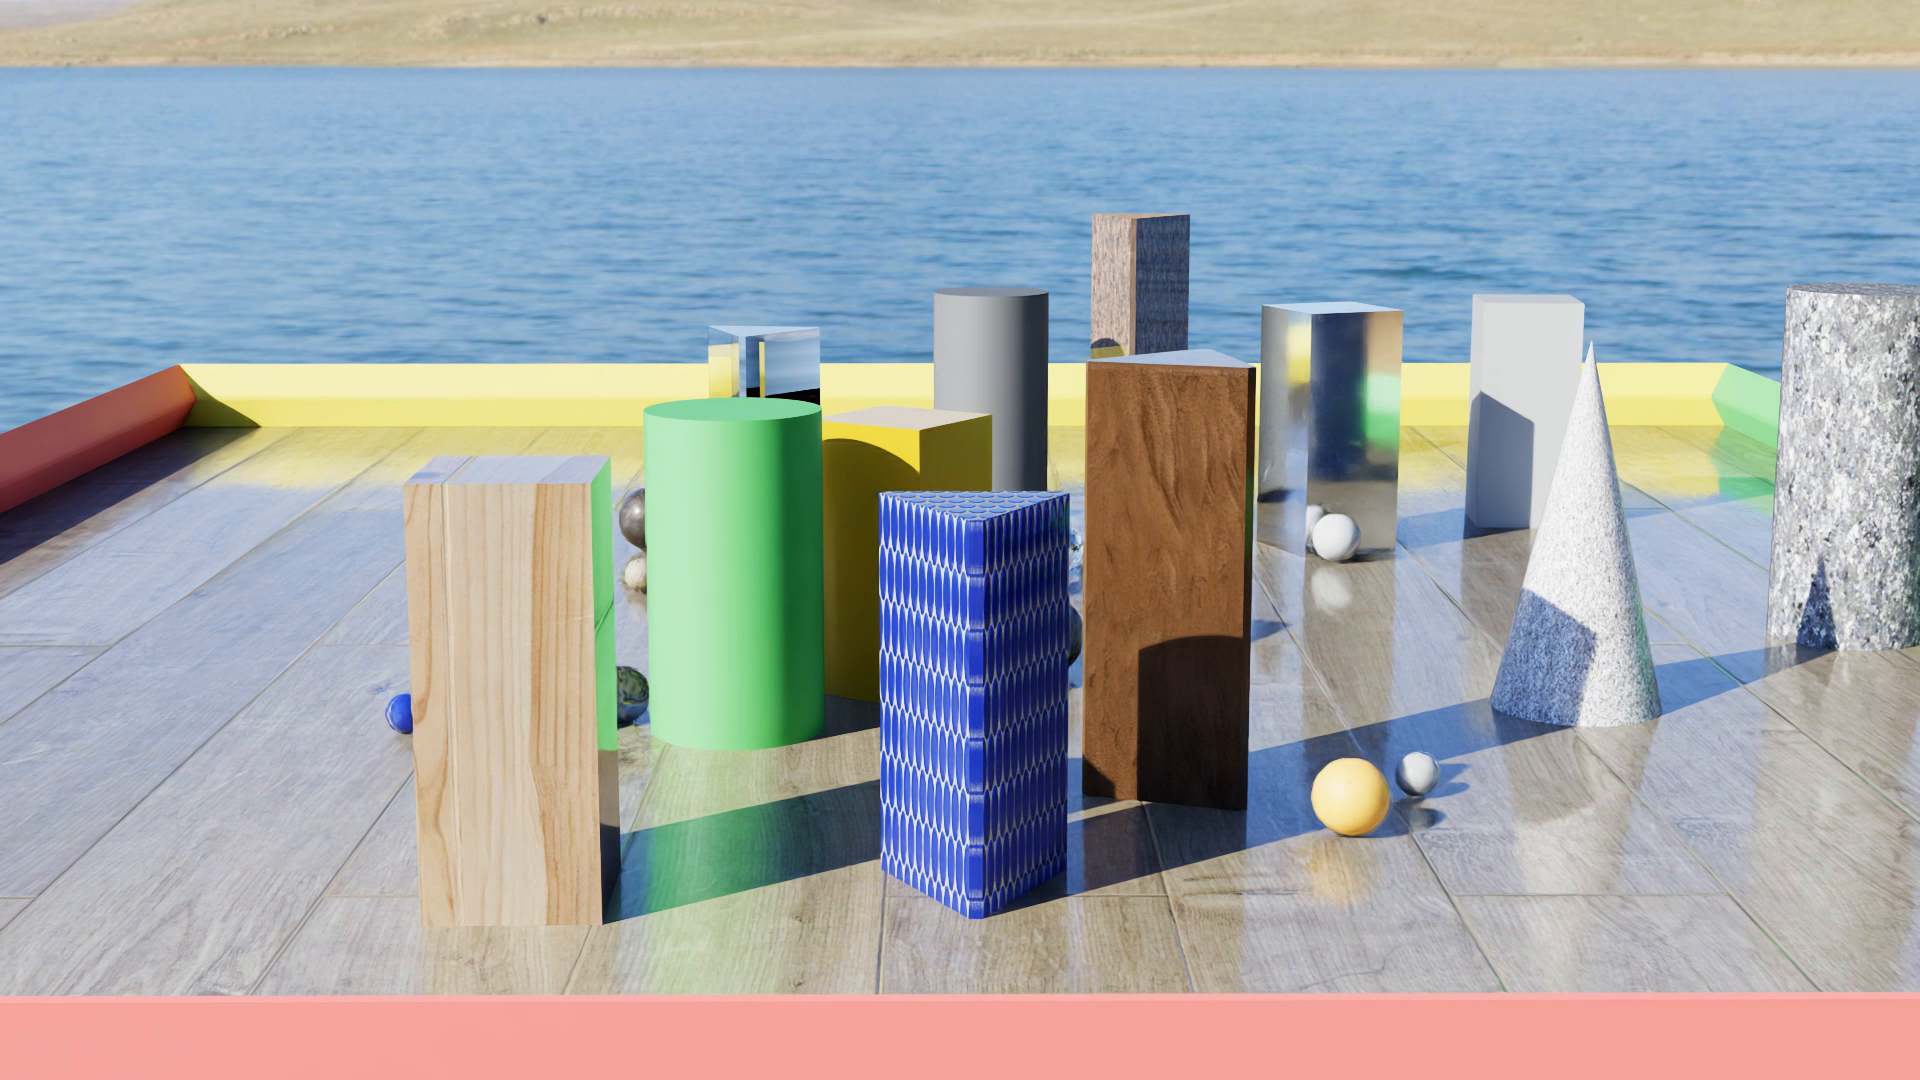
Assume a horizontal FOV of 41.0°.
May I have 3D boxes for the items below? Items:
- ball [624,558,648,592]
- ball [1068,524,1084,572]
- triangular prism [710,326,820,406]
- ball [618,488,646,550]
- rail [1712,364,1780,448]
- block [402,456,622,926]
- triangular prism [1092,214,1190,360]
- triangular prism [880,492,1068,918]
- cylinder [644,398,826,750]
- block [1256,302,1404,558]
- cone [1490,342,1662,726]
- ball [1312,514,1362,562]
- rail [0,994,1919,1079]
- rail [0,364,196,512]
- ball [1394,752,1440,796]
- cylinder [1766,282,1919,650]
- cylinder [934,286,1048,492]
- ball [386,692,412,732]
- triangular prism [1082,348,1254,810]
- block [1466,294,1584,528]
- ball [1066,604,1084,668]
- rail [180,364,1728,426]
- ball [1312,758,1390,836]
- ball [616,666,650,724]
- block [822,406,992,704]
[{"bbox_3d":[-0.445,0.049,3.580,0.047,0.047,0.047,0,11,0],"label":"ball"},{"bbox_3d":[0.140,0.011,3.703,0.076,0.076,0.076,0,11,0],"label":"ball"},{"bbox_3d":[-0.320,-0.148,3.846,0.145,0.338,0.168,8,13,38],"label":"triangular prism"},{"bbox_3d":[-0.468,-0.032,3.883,0.097,0.097,0.097,0,11,0],"label":"ball"},{"bbox_3d":[1.548,0.031,3.458,0.045,0.126,3.589,0,11,0],"label":"rail"},{"bbox_3d":[-0.386,0.128,2.237,0.155,0.383,0.155,0,11,-1],"label":"block"},{"bbox_3d":[0.290,-0.333,4.486,0.145,0.468,0.168,8,13,38],"label":"triangular prism"},{"bbox_3d":[0.034,0.135,2.287,0.145,0.349,0.168,-6,12,-30],"label":"triangular prism"},{"bbox_3d":[-0.247,0.033,2.818,0.194,0.357,0.194,0,11,0],"label":"cylinder"},{"bbox_3d":[0.559,-0.170,3.889,0.155,0.365,0.155,-4,11,-21],"label":"block"},{"bbox_3d":[0.708,-0.018,2.912,0.194,0.422,0.194,0,11,0],"label":"cone"},{"bbox_3d":[0.557,-0.004,3.796,0.072,0.072,0.072,0,11,0],"label":"ball"},{"bbox_3d":[0.010,0.356,1.708,3.144,0.126,0.045,0,11,0],"label":"rail"},{"bbox_3d":[-1.548,0.034,3.440,0.045,0.126,3.589,0,11,0],"label":"rail"},{"bbox_3d":[0.460,0.236,2.582,0.044,0.044,0.044,0,11,0],"label":"ball"},{"bbox_3d":[1.144,-0.098,3.278,0.194,0.446,0.194,0,11,0],"label":"cylinder"},{"bbox_3d":[0.052,-0.246,4.339,0.194,0.349,0.194,0,11,0],"label":"cylinder"},{"bbox_3d":[-0.611,0.190,2.828,0.044,0.044,0.044,0,11,0],"label":"ball"},{"bbox_3d":[0.227,0.033,2.590,0.168,0.440,0.145,4,11,20],"label":"triangular prism"},{"bbox_3d":[0.904,-0.209,4.119,0.155,0.357,0.155,1,11,5],"label":"block"},{"bbox_3d":[0.104,0.115,3.099,0.094,0.094,0.094,0,11,0],"label":"ball"},{"bbox_3d":[-0.010,-0.291,5.190,3.144,0.126,0.045,0,11,0],"label":"rail"},{"bbox_3d":[0.373,0.245,2.451,0.074,0.074,0.074,0,11,0],"label":"ball"},{"bbox_3d":[-0.378,0.172,2.867,0.065,0.065,0.065,0,11,0],"label":"ball"},{"bbox_3d":[-0.069,0.016,3.006,0.155,0.322,0.155,7,12,32],"label":"block"}]
